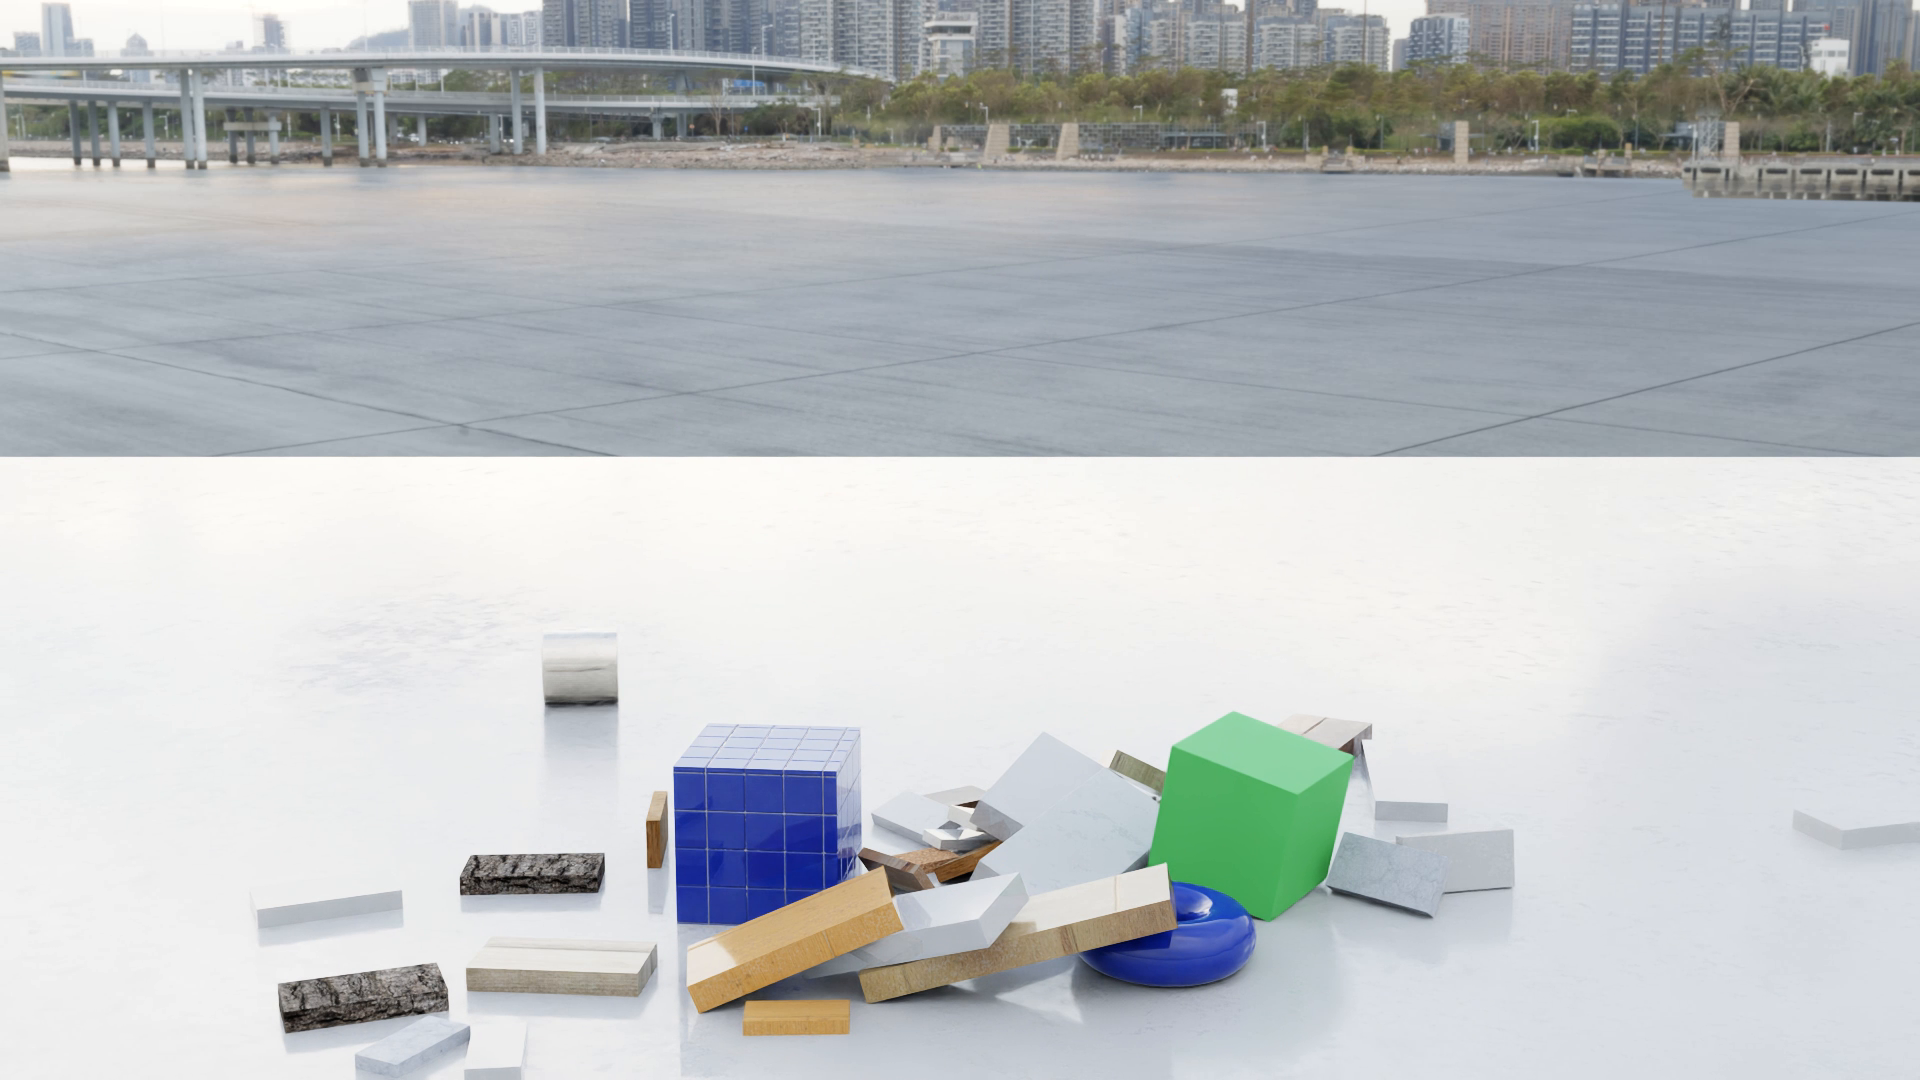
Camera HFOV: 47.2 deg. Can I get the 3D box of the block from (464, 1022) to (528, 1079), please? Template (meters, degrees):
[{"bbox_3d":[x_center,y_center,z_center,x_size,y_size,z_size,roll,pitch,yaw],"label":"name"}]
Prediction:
[{"bbox_3d":[-0.634,0.702,3.010,0.075,0.021,0.149,-1,11,-8],"label":"block"}]

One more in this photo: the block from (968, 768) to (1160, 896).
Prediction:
[{"bbox_3d":[0.202,0.517,3.668,0.168,0.048,0.490,33,25,18],"label":"block"}]

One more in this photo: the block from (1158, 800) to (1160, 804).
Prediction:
[{"bbox_3d":[0.492,0.485,4.132,0.132,0.037,0.264,7,12,31],"label":"block"}]

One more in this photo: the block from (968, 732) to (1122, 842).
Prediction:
[{"bbox_3d":[0.156,0.455,3.871,0.168,0.048,0.337,30,24,11],"label":"block"}]

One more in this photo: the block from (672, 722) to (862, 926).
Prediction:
[{"bbox_3d":[-0.311,0.466,3.620,0.262,0.262,0.262,1,11,6],"label":"block"}]

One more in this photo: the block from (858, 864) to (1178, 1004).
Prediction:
[{"bbox_3d":[0.087,0.581,3.254,0.467,0.045,0.159,-15,9,6],"label":"block"}]

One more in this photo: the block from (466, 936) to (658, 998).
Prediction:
[{"bbox_3d":[-0.596,0.640,3.302,0.258,0.037,0.129,1,11,5],"label":"block"}]

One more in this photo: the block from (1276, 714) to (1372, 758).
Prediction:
[{"bbox_3d":[0.699,0.422,4.443,0.168,0.048,0.337,6,12,28],"label":"block"}]

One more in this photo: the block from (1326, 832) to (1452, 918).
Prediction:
[{"bbox_3d":[0.706,0.550,3.624,0.194,0.097,0.027,10,-20,42],"label":"block"}]

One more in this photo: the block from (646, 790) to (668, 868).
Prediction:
[{"bbox_3d":[-0.533,0.509,3.872,0.024,0.086,0.172,-1,11,-3],"label":"block"}]

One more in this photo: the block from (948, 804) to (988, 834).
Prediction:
[{"bbox_3d":[0.076,0.505,3.904,0.180,0.025,0.090,15,0,-36],"label":"block"}]

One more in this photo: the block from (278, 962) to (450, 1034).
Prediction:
[{"bbox_3d":[-0.866,0.663,3.189,0.228,0.032,0.114,-4,11,-21],"label":"block"}]

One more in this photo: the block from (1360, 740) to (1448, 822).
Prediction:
[{"bbox_3d":[0.856,0.462,4.253,0.132,0.037,0.419,1,11,7],"label":"block"}]

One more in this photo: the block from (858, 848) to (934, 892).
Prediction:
[{"bbox_3d":[-0.105,0.556,3.674,0.134,0.067,0.019,10,51,43],"label":"block"}]

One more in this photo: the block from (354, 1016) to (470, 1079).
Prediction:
[{"bbox_3d":[-0.753,0.698,3.030,0.075,0.021,0.149,5,12,27],"label":"block"}]

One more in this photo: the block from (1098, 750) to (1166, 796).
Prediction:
[{"bbox_3d":[0.329,0.433,4.085,0.129,0.037,0.258,25,-6,1],"label":"block"}]

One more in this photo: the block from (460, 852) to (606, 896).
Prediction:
[{"bbox_3d":[-0.721,0.564,3.719,0.228,0.032,0.114,-1,11,-3],"label":"block"}]

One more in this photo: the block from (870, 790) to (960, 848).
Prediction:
[{"bbox_3d":[-0.077,0.504,3.989,0.086,0.024,0.172,-30,25,-30],"label":"block"}]

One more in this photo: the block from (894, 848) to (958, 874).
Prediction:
[{"bbox_3d":[-0.074,0.557,3.793,0.134,0.019,0.067,-7,12,-32],"label":"block"}]

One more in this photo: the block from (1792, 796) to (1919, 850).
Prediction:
[{"bbox_3d":[1.664,0.512,3.987,0.264,0.037,0.132,-3,11,-17],"label":"block"}]

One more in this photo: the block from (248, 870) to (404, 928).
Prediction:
[{"bbox_3d":[-1.038,0.586,3.600,0.228,0.032,0.114,-5,11,-24],"label":"block"}]

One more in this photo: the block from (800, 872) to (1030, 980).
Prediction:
[{"bbox_3d":[-0.072,0.572,3.258,0.319,0.045,0.159,-15,10,27],"label":"block"}]

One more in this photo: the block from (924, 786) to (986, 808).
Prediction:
[{"bbox_3d":[-0.023,0.495,4.115,0.172,0.024,0.086,-7,13,-34],"label":"block"}]

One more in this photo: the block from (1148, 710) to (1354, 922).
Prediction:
[{"bbox_3d":[0.482,0.453,3.647,0.228,0.228,0.228,20,21,29],"label":"block"}]

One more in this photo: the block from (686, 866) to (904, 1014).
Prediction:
[{"bbox_3d":[-0.246,0.588,3.248,0.319,0.045,0.159,-22,12,-2],"label":"block"}]

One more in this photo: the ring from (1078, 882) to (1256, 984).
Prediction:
[{"bbox_3d":[0.310,0.599,3.364,0.285,0.095,0.285,1,10,0],"label":"ring"}]

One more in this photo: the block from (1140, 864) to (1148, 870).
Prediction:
[{"bbox_3d":[0.256,0.560,3.747,0.068,0.019,0.136,22,22,40],"label":"block"}]

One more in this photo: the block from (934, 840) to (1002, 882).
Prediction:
[{"bbox_3d":[0.043,0.539,3.769,0.090,0.026,0.180,-26,-6,35],"label":"block"}]

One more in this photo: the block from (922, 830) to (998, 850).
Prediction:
[{"bbox_3d":[0.009,0.529,3.885,0.134,0.019,0.067,4,6,-29],"label":"block"}]

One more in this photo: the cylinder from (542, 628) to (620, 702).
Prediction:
[{"bbox_3d":[-0.843,0.279,4.897,0.163,0.163,0.163,-1,11,-7],"label":"cylinder"}]

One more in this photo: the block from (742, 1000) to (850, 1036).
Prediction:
[{"bbox_3d":[-0.232,0.679,3.129,0.149,0.021,0.075,0,11,-2],"label":"block"}]

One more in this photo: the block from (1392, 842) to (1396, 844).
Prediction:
[{"bbox_3d":[0.764,0.553,3.795,0.194,0.027,0.097,-9,14,-40],"label":"block"}]

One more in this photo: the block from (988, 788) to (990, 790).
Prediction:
[{"bbox_3d":[0.151,0.477,4.081,0.113,0.032,0.226,14,9,28],"label":"block"}]

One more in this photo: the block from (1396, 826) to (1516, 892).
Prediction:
[{"bbox_3d":[0.830,0.537,3.681,0.201,0.097,0.027,-2,2,-13],"label":"block"}]
